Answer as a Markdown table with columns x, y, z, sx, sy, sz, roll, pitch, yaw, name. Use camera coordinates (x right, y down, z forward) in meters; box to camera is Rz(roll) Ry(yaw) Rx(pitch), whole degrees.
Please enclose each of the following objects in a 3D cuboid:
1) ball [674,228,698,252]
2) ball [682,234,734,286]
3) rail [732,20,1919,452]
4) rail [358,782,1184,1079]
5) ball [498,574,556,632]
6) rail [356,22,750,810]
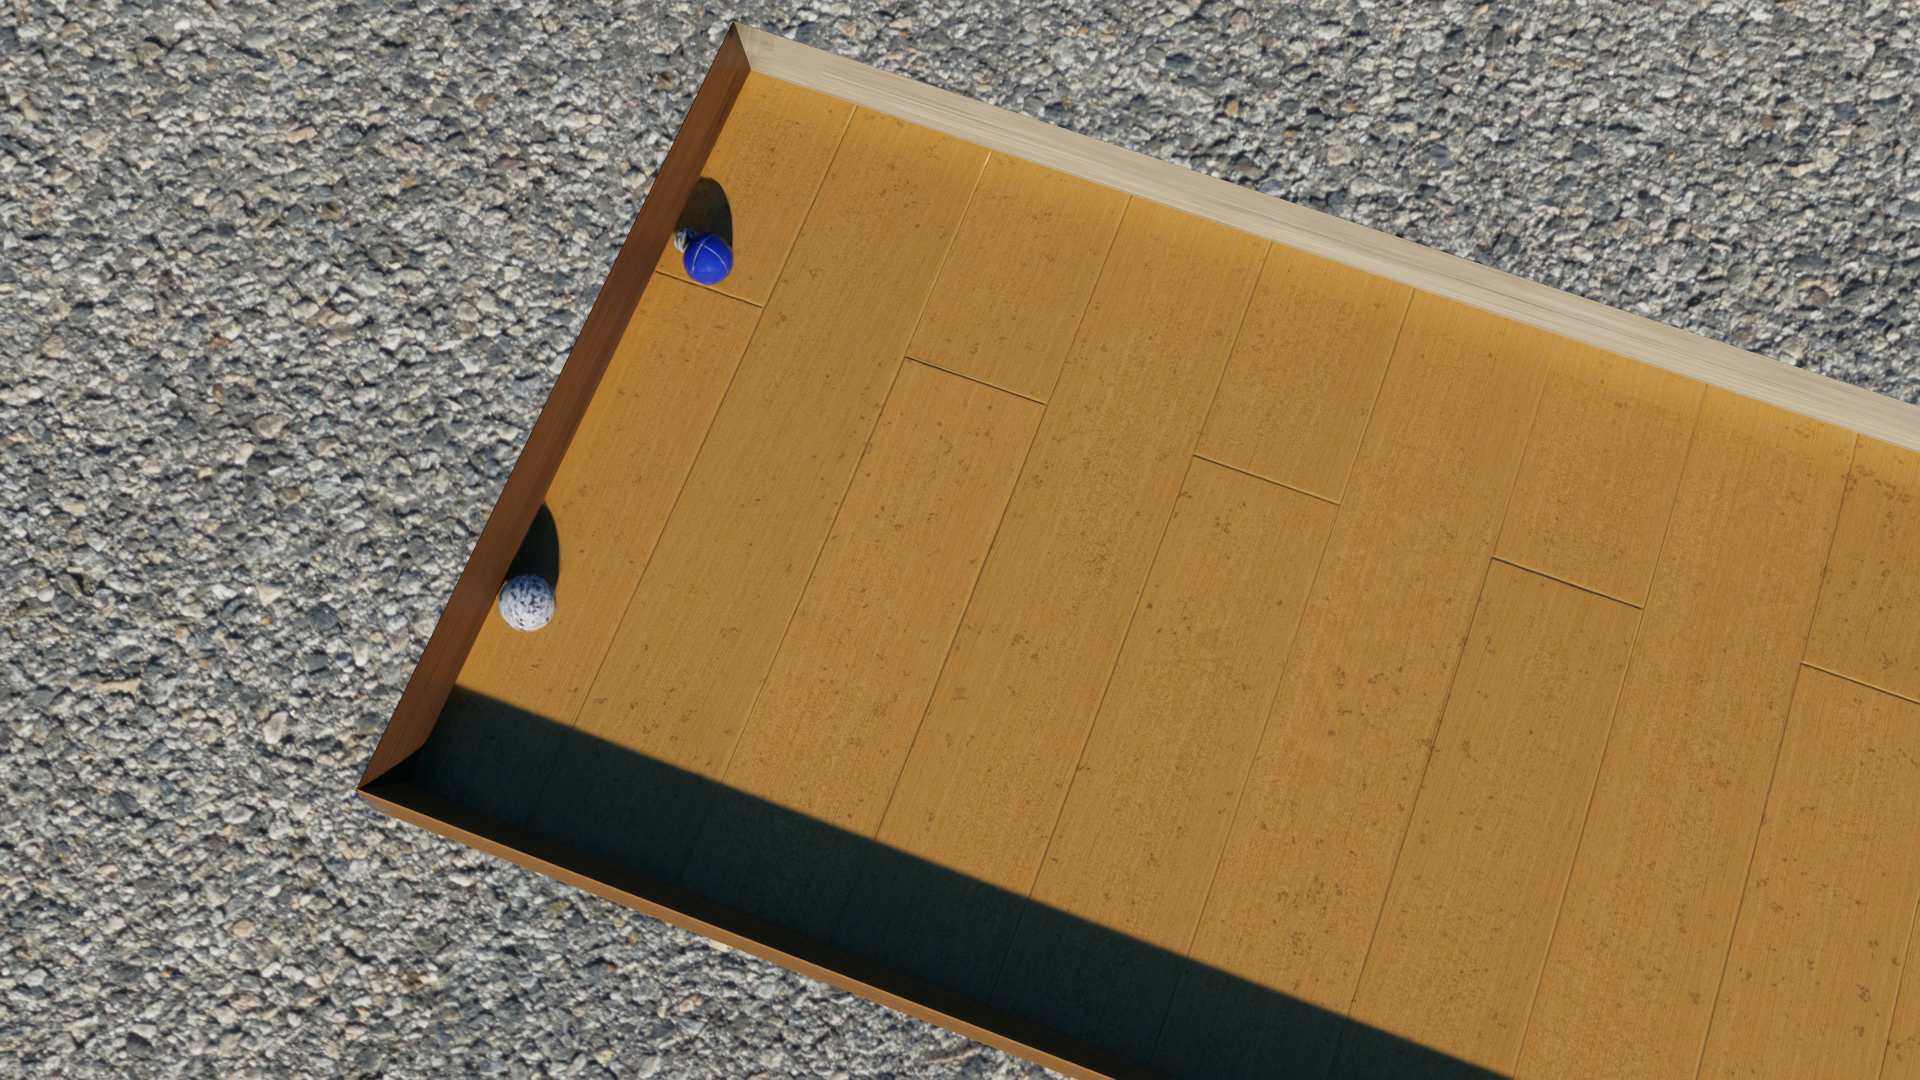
| x | y | z | sx | sy | sz | roll | pitch | yaw | name |
| --- | --- | --- | --- | --- | --- | --- | --- | --- | --- |
| -0.458 | -0.501 | 3.677 | 0.043 | 0.043 | 0.043 | 0 | 69 | 0 | ball |
| -0.417 | -0.464 | 3.641 | 0.083 | 0.083 | 0.083 | 0 | 69 | 0 | ball |
| 0.883 | -0.389 | 3.593 | 2.726 | 0.116 | 0.045 | 19 | 70 | 7 | rail |
| 0.392 | 0.819 | 3.125 | 2.726 | 0.116 | 0.045 | 19 | 70 | 7 | rail |
| -0.672 | 0.097 | 3.420 | 0.090 | 0.090 | 0.090 | 0 | 69 | 0 | ball |
| -0.615 | -0.227 | 3.530 | 0.045 | 0.116 | 1.432 | 19 | 70 | 7 | rail |
